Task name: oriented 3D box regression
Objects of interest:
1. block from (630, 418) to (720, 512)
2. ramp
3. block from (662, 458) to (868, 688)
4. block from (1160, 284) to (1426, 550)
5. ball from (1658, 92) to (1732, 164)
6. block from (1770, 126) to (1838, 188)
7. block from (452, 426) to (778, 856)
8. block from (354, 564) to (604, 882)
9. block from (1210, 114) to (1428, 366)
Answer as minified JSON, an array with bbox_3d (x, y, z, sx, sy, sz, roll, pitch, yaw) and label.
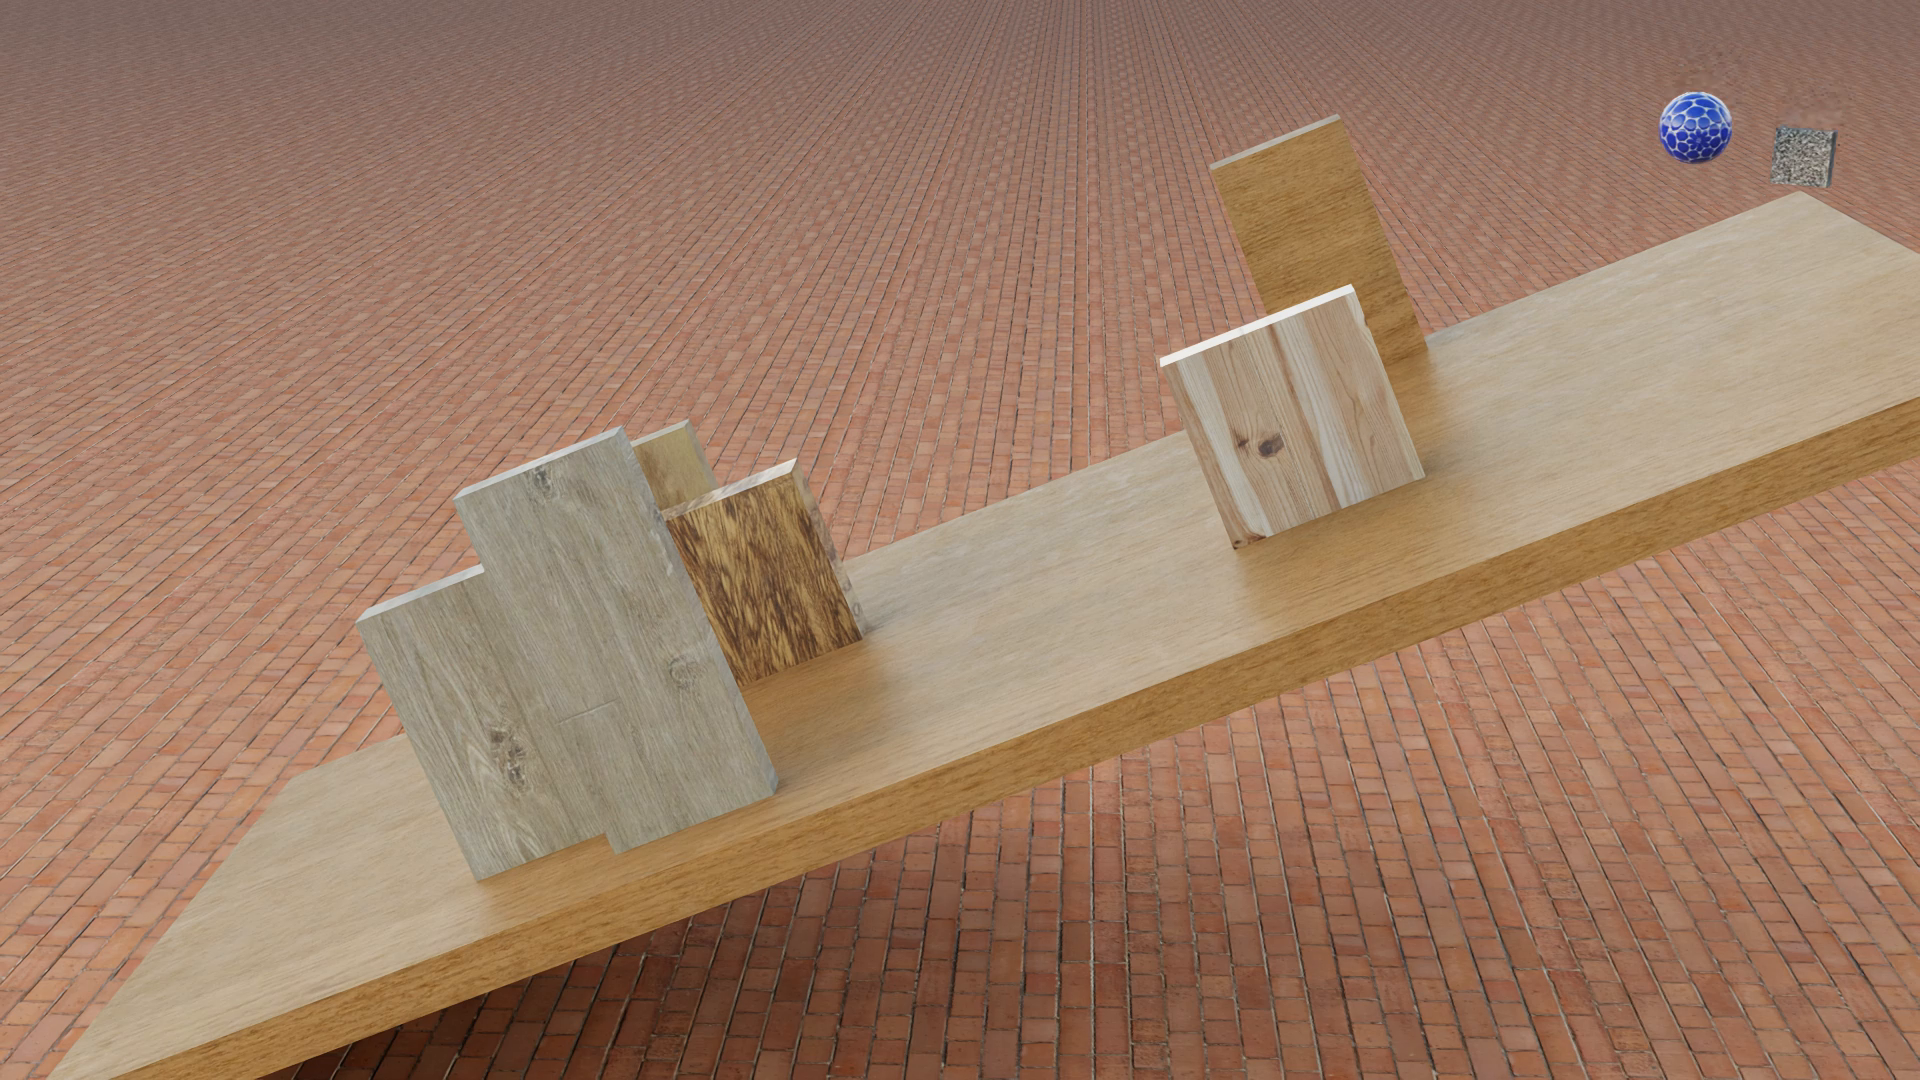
[{"bbox_3d":[-0.669,0.038,6.764,0.327,0.546,0.091,-21,12,7],"label":"block"},{"bbox_3d":[0.125,0.173,6.289,4.000,0.100,2.000,-21,12,7],"label":"ramp"},{"bbox_3d":[-0.460,0.085,6.516,0.373,0.406,0.144,-21,12,7],"label":"block"},{"bbox_3d":[0.667,-0.246,5.909,0.409,0.404,0.089,-21,12,7],"label":"block"},{"bbox_3d":[1.581,-0.885,6.321,0.155,0.155,0.155,0,14,0],"label":"ball"},{"bbox_3d":[1.827,-0.830,6.369,0.118,0.118,0.118,8,11,20],"label":"block"},{"bbox_3d":[-0.646,0.193,5.564,0.332,0.750,0.093,-21,12,7],"label":"block"},{"bbox_3d":[-0.936,0.356,5.810,0.282,0.573,0.108,-21,12,7],"label":"block"},{"bbox_3d":[0.850,-0.671,6.973,0.323,0.587,0.110,-21,12,7],"label":"block"}]
